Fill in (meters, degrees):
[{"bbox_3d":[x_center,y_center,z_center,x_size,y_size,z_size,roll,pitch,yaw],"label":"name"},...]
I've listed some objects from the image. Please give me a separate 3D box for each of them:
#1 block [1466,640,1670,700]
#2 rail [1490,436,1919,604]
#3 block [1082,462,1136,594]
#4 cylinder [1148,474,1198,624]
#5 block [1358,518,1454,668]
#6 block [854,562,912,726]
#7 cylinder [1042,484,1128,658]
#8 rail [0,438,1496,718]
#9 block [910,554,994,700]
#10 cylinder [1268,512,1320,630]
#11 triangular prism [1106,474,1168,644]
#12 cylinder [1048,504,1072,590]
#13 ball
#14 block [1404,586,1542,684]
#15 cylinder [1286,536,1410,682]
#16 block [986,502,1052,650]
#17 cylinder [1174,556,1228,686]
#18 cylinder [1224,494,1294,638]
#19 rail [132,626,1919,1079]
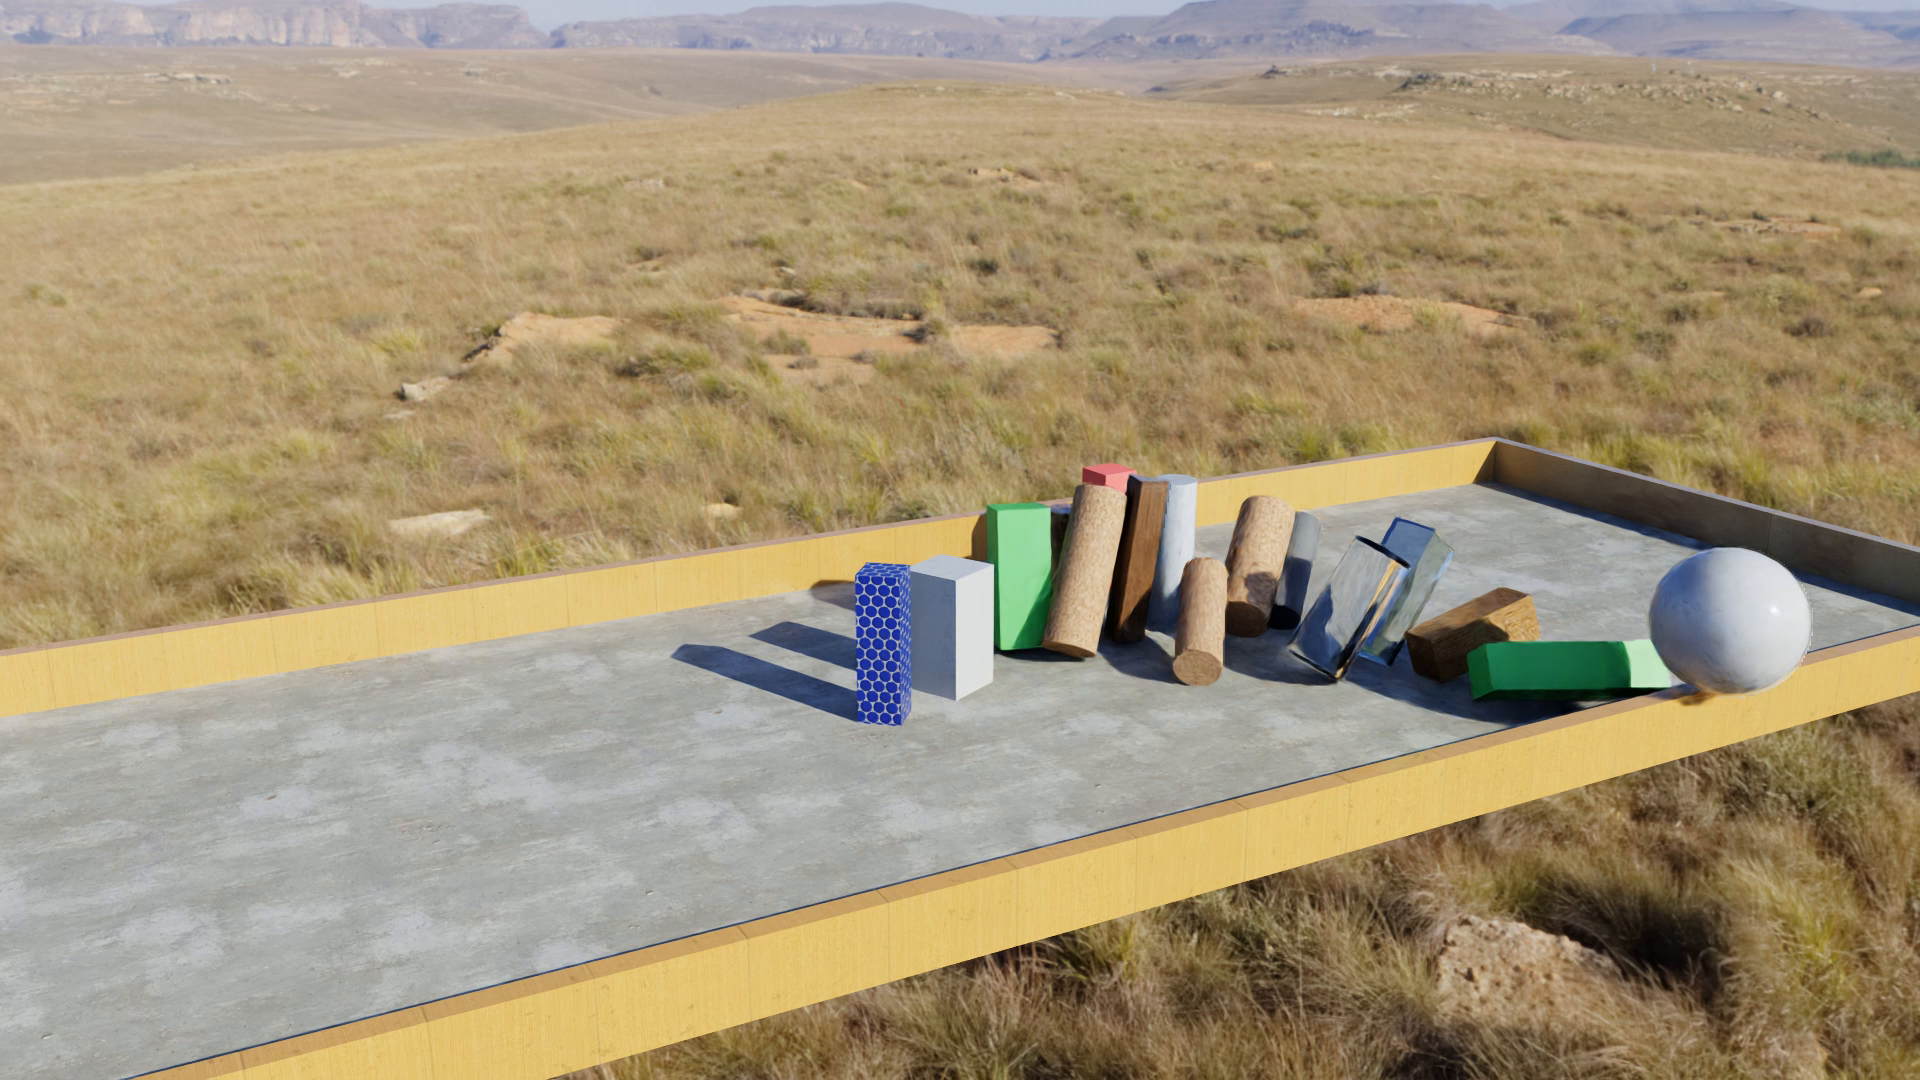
[{"bbox_3d":[1.465,0.315,3.978,0.444,0.116,0.116,0,-17,-7],"label":"block"},{"bbox_3d":[2.466,-0.048,5.253,0.050,0.150,2.100,-9,18,-27],"label":"rail"},{"bbox_3d":[0.432,-0.032,4.823,0.111,0.362,0.111,-10,19,-31],"label":"block"},{"bbox_3d":[0.587,0.025,4.568,0.124,0.396,0.124,0,16,0],"label":"cylinder"},{"bbox_3d":[1.120,0.134,4.265,0.126,0.352,0.126,23,-12,47],"label":"block"},{"bbox_3d":[-0.179,0.245,3.876,0.105,0.365,0.105,3,17,11],"label":"block"},{"bbox_3d":[0.326,0.081,4.304,0.143,0.430,0.143,13,-15,3],"label":"cylinder"},{"bbox_3d":[-3.305,0.497,3.399,12.000,0.150,0.050,-9,18,-27],"label":"rail"},{"bbox_3d":[-0.028,0.213,4.084,0.159,0.307,0.159,11,20,34],"label":"block"},{"bbox_3d":[0.918,0.084,4.578,0.110,0.110,0.342,6,50,20],"label":"cylinder"},{"bbox_3d":[0.451,0.048,4.389,0.107,0.439,0.093,-3,15,-41],"label":"triangular prism"},{"bbox_3d":[0.292,0.062,4.597,0.109,0.309,0.109,0,16,0],"label":"cylinder"},{"bbox_3d":[1.687,0.178,3.624,0.326,0.326,0.326,0,16,0],"label":"ball"},{"bbox_3d":[1.292,0.238,4.156,0.304,0.117,0.117,-22,15,-15],"label":"block"},{"bbox_3d":[0.972,0.171,4.129,0.157,0.333,0.157,32,-1,1],"label":"cylinder"},{"bbox_3d":[0.157,0.093,4.358,0.140,0.366,0.140,-3,8,-11],"label":"block"},{"bbox_3d":[0.617,0.204,4.220,0.120,0.120,0.366,3,39,10],"label":"cylinder"},{"bbox_3d":[0.797,0.068,4.474,0.152,0.152,0.384,6,50,20],"label":"cylinder"},{"bbox_3d":[-2.336,1.006,1.665,12.000,0.150,0.050,-9,18,-27],"label":"rail"}]
